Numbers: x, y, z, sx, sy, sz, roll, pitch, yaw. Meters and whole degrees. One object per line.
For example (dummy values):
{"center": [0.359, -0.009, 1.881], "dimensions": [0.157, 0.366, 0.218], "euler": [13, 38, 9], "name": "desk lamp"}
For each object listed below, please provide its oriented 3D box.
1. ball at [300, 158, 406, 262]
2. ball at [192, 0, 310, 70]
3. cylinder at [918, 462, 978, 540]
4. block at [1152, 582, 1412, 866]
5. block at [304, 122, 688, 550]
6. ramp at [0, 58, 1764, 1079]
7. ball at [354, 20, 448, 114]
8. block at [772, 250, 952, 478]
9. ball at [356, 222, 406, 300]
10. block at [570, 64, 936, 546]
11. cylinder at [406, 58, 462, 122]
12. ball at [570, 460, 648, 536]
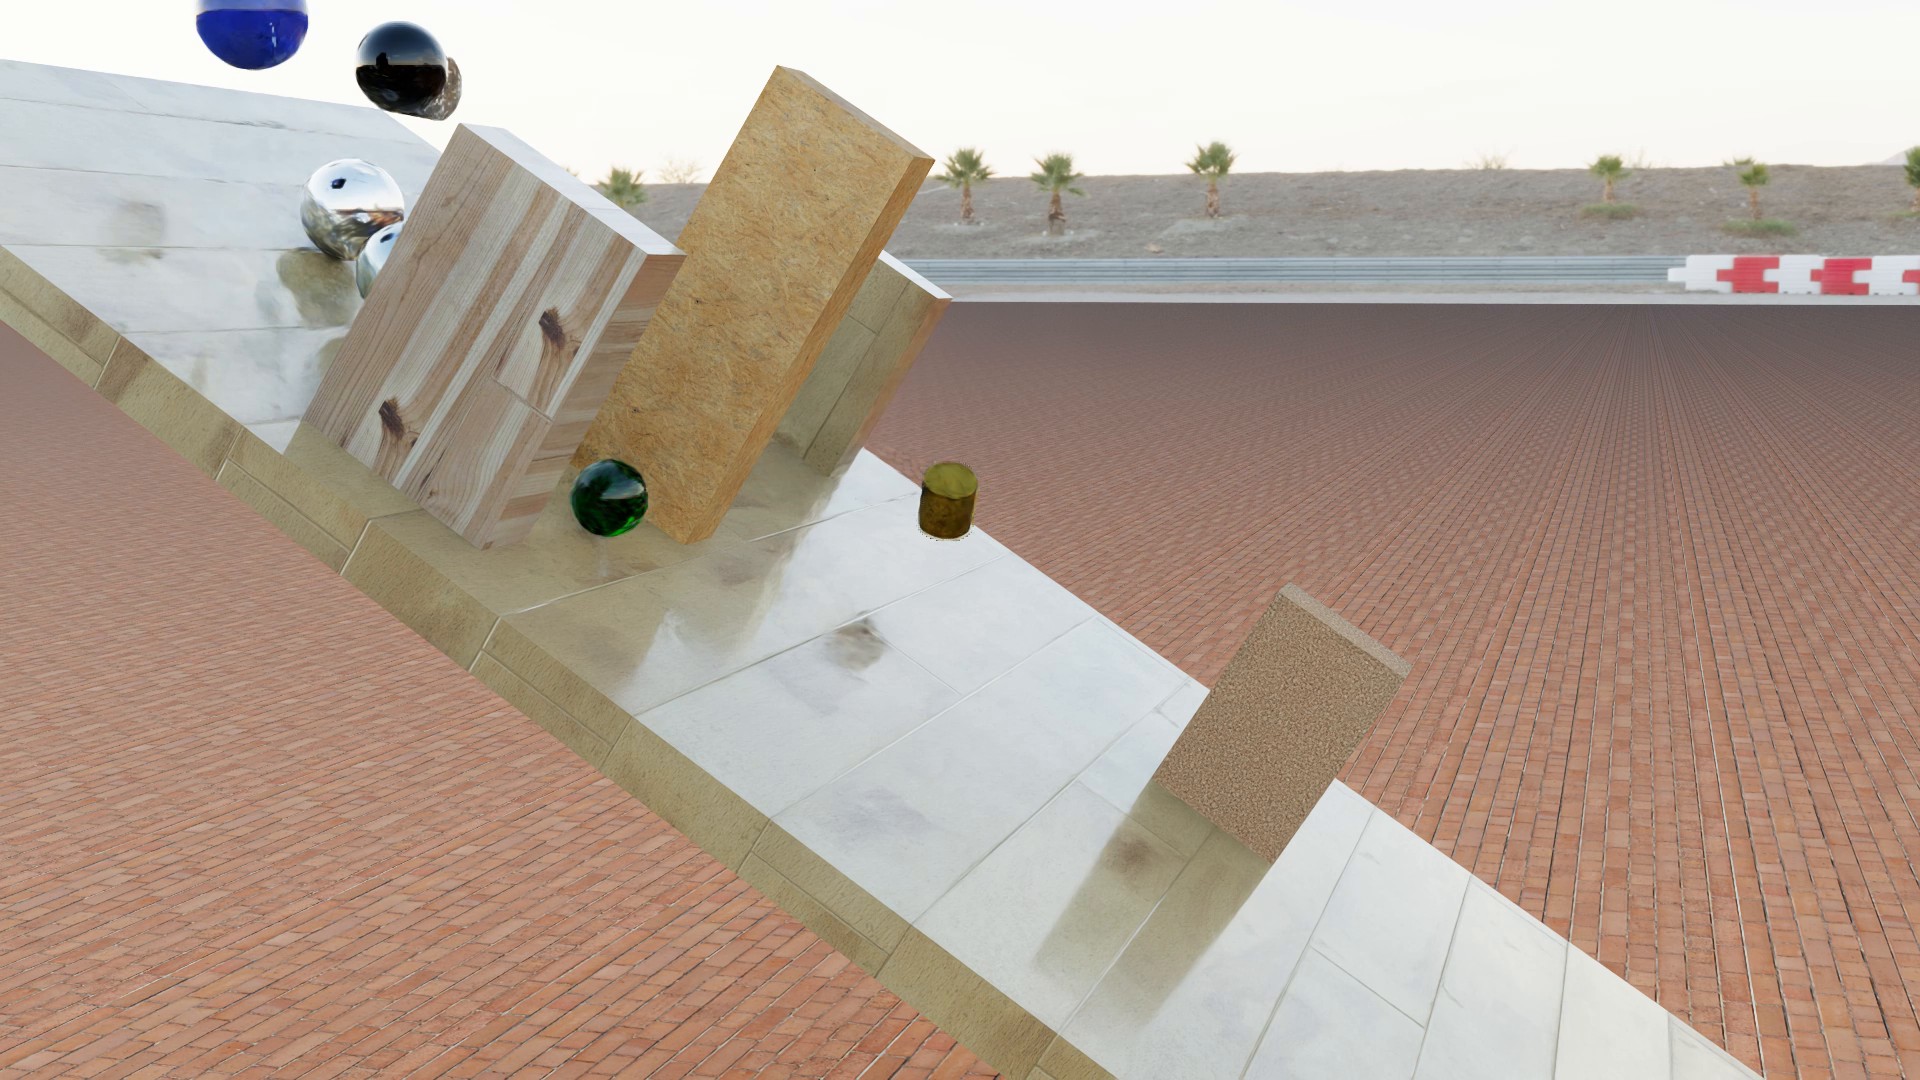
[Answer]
{"center": [-1.159, -0.628, 4.194], "dimensions": [0.195, 0.195, 0.195], "euler": [0, 7, 0], "name": "ball"}
{"center": [-1.261, -0.936, 3.912], "dimensions": [0.199, 0.199, 0.199], "euler": [0, 7, 0], "name": "ball"}
{"center": [-0.025, -0.079, 4.402], "dimensions": [0.109, 0.109, 0.109], "euler": [5, 42, -5], "name": "cylinder"}
{"center": [0.610, 0.346, 4.175], "dimensions": [0.281, 0.439, 0.141], "euler": [35, 15, 10], "name": "block"}
{"center": [-0.723, -0.314, 3.406], "dimensions": [0.366, 0.536, 0.141], "euler": [35, 15, 10], "name": "block"}
{"center": [-0.136, 0.227, 4.104], "dimensions": [4.000, 0.100, 2.000], "euler": [35, 15, 10], "name": "ramp"}
{"center": [-1.082, -0.915, 4.257], "dimensions": [0.178, 0.178, 0.178], "euler": [0, 7, 0], "name": "ball"}
{"center": [-0.267, -0.411, 4.777], "dimensions": [0.293, 0.460, 0.111], "euler": [35, 15, 10], "name": "block"}
{"center": [-0.989, -0.477, 3.951], "dimensions": [0.187, 0.187, 0.187], "euler": [0, 7, 0], "name": "ball"}
{"center": [-0.382, -0.406, 3.871], "dimensions": [0.292, 0.799, 0.121], "euler": [35, 15, 10], "name": "block"}
{"center": [-1.145, -0.959, 4.624], "dimensions": [0.137, 0.137, 0.137], "euler": [17, 13, 20], "name": "cylinder"}
{"center": [-0.589, -0.070, 3.693], "dimensions": [0.130, 0.130, 0.130], "euler": [0, 7, 0], "name": "ball"}
